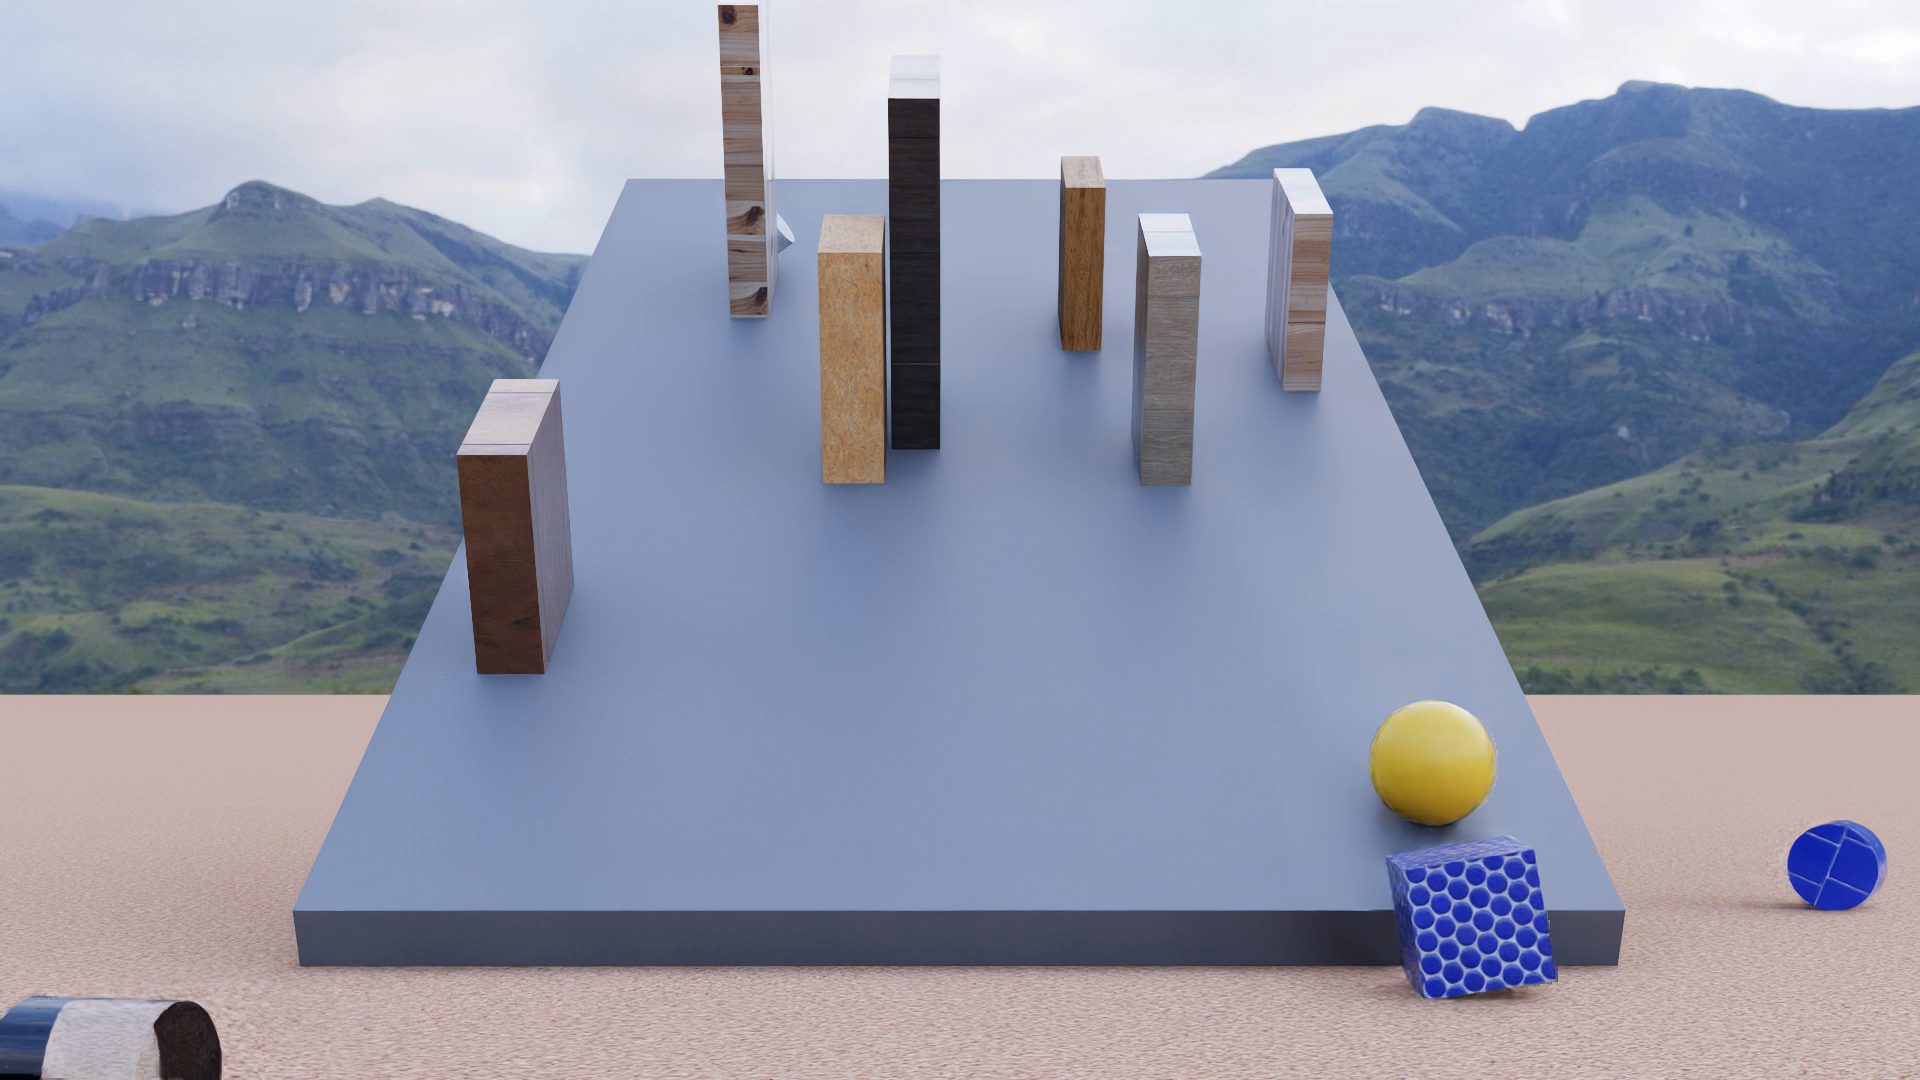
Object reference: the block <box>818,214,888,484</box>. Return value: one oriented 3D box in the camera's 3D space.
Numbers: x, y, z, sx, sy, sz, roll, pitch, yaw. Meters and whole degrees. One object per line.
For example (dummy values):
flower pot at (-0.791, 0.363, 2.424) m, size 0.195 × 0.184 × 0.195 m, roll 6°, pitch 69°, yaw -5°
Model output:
block at (-0.227, -0.410, 5.000) m, size 0.131 × 0.513 × 0.270 m, roll 0°, pitch 25°, yaw 0°

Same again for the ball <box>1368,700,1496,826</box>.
ball at (0.750, 0.354, 3.709) m, size 0.199 × 0.199 × 0.199 m, roll 0°, pitch -4°, yaw 0°

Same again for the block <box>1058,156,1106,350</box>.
block at (0.300, -0.713, 5.787) m, size 0.095 × 0.412 × 0.283 m, roll 0°, pitch 25°, yaw 0°

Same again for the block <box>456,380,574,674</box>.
block at (-0.806, -0.029, 4.267) m, size 0.120 × 0.425 × 0.369 m, roll 0°, pitch 25°, yaw 0°

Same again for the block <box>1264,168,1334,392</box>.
block at (0.805, -0.625, 5.574) m, size 0.087 × 0.432 × 0.380 m, roll 0°, pitch 25°, yaw 0°

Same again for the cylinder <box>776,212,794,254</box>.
cylinder at (-0.526, -0.821, 6.329) m, size 0.111 × 0.111 × 0.111 m, roll -35°, pitch -14°, yaw 14°

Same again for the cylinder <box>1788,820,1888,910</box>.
cylinder at (1.694, 0.626, 4.504) m, size 0.163 × 0.163 × 0.163 m, roll -2°, pitch -4°, yaw 27°

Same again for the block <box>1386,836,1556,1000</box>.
block at (0.705, 0.521, 3.240) m, size 0.178 × 0.178 × 0.178 m, roll -9°, pitch -1°, yaw 2°

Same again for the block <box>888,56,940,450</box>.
block at (-0.098, -0.640, 5.176) m, size 0.107 × 0.785 × 0.396 m, roll 0°, pitch 25°, yaw 0°

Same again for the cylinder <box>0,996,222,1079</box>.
cylinder at (-0.756, 0.479, 2.059) m, size 0.147 × 0.147 × 0.147 m, roll -1°, pitch -4°, yaw 12°

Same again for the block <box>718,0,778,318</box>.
block at (-0.538, -1.009, 5.971) m, size 0.097 × 0.795 × 0.383 m, roll 0°, pitch 25°, yaw 0°

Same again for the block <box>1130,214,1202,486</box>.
block at (0.439, -0.411, 5.008) m, size 0.107 × 0.510 × 0.299 m, roll 0°, pitch 25°, yaw 0°

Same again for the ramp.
ramp at (-0.008, -0.229, 5.342) m, size 2.000 × 0.100 × 4.000 m, roll 0°, pitch 25°, yaw 0°
